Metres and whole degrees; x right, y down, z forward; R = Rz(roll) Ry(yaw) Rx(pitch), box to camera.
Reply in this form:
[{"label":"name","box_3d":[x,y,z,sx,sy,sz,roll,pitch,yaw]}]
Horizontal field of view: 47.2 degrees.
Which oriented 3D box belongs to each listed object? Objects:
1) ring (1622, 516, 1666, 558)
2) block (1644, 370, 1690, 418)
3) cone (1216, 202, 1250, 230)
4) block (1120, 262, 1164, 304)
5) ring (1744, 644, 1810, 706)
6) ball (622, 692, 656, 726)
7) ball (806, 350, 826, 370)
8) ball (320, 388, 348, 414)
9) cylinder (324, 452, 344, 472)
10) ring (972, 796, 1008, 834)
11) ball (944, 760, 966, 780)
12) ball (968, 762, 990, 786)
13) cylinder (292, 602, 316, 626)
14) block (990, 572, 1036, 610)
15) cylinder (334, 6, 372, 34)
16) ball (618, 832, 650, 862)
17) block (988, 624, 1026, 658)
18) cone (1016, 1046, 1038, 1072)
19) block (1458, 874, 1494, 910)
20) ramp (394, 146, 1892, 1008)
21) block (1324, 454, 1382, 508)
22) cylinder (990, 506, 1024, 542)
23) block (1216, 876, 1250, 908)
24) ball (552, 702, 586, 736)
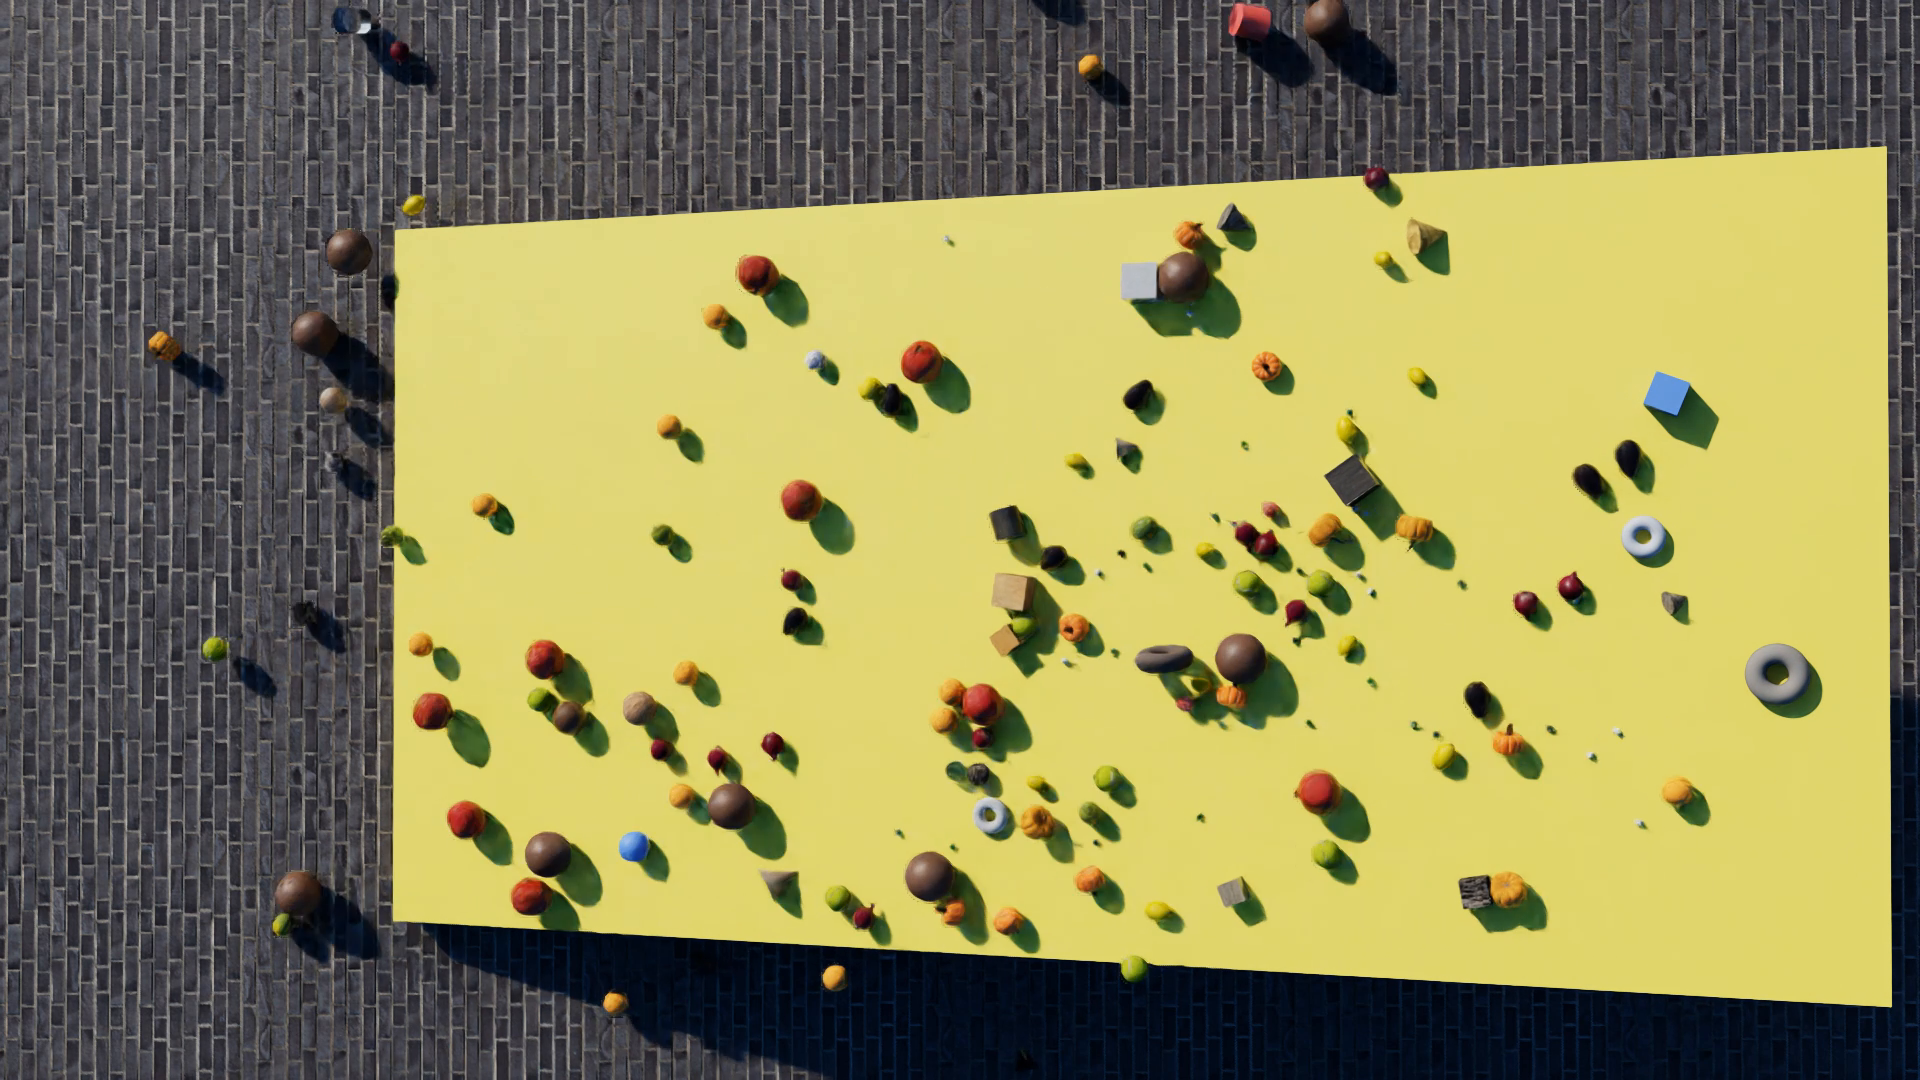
[{"label":"ring","box_3d":[1.638,-0.007,5.268,0.104,0.035,0.104,0,89,20]},{"label":"block","box_3d":[1.682,-0.347,5.232,0.082,0.082,0.082,23,96,17]},{"label":"cone","box_3d":[0.707,-0.806,5.586,0.079,0.079,0.079,26,89,-12]},{"label":"block","box_3d":[0.468,-0.659,5.633,0.092,0.092,0.092,1,89,18]},{"label":"ring","box_3d":[1.920,0.315,5.163,0.146,0.049,0.146,0,90,19]},{"label":"ball","box_3d":[-0.885,0.464,6.064,0.094,0.094,0.094,0,89,0]},{"label":"ball","box_3d":[-0.389,-0.486,5.933,0.057,0.057,0.057,0,89,0]},{"label":"ball","box_3d":[-1.828,-0.407,6.412,0.078,0.078,0.078,0,89,0]},{"label":"cylinder","box_3d":[-1.831,-0.230,6.429,0.054,0.054,0.054,3,96,0]},{"label":"ring","box_3d":[0.080,0.723,5.774,0.098,0.033,0.098,0,90,18]},{"label":"ball","box_3d":[-0.012,0.607,5.794,0.055,0.055,0.055,0,89,0]},{"label":"ball","box_3d":[0.049,0.615,5.772,0.059,0.059,0.059,0,89,0]},{"label":"cylinder","box_3d":[-1.917,0.215,6.427,0.060,0.060,0.060,-11,92,0]},{"label":"block","box_3d":[0.140,0.134,5.733,0.087,0.087,0.087,8,92,18]},{"label":"cylinder","box_3d":[-1.776,-1.518,6.425,0.077,0.077,0.077,7,104,29]},{"label":"ball","box_3d":[-0.899,0.847,6.068,0.085,0.085,0.085,0,89,0]},{"label":"block","box_3d":[0.124,0.262,5.750,0.062,0.062,0.062,-38,78,14]},{"label":"cone","box_3d":[0.189,1.511,6.428,0.067,0.067,0.067,-11,63,0]},{"label":"block","box_3d":[1.258,0.858,5.363,0.068,0.068,0.068,-11,86,18]},{"label":"ramp","box_3d":[0.277,0.092,5.787,4.000,0.100,2.000,0,89,18]},{"label":"block","box_3d":[0.975,-0.147,5.458,0.093,0.093,0.093,-37,79,14]},{"label":"cylinder","box_3d":[0.123,-0.042,5.747,0.077,0.077,0.077,-15,84,0]},{"label":"block","box_3d":[0.690,0.889,5.556,0.058,0.058,0.058,-24,82,17]},{"label":"ball","box_3d":[-1.088,0.497,6.131,0.096,0.096,0.096,0,89,0]}]
